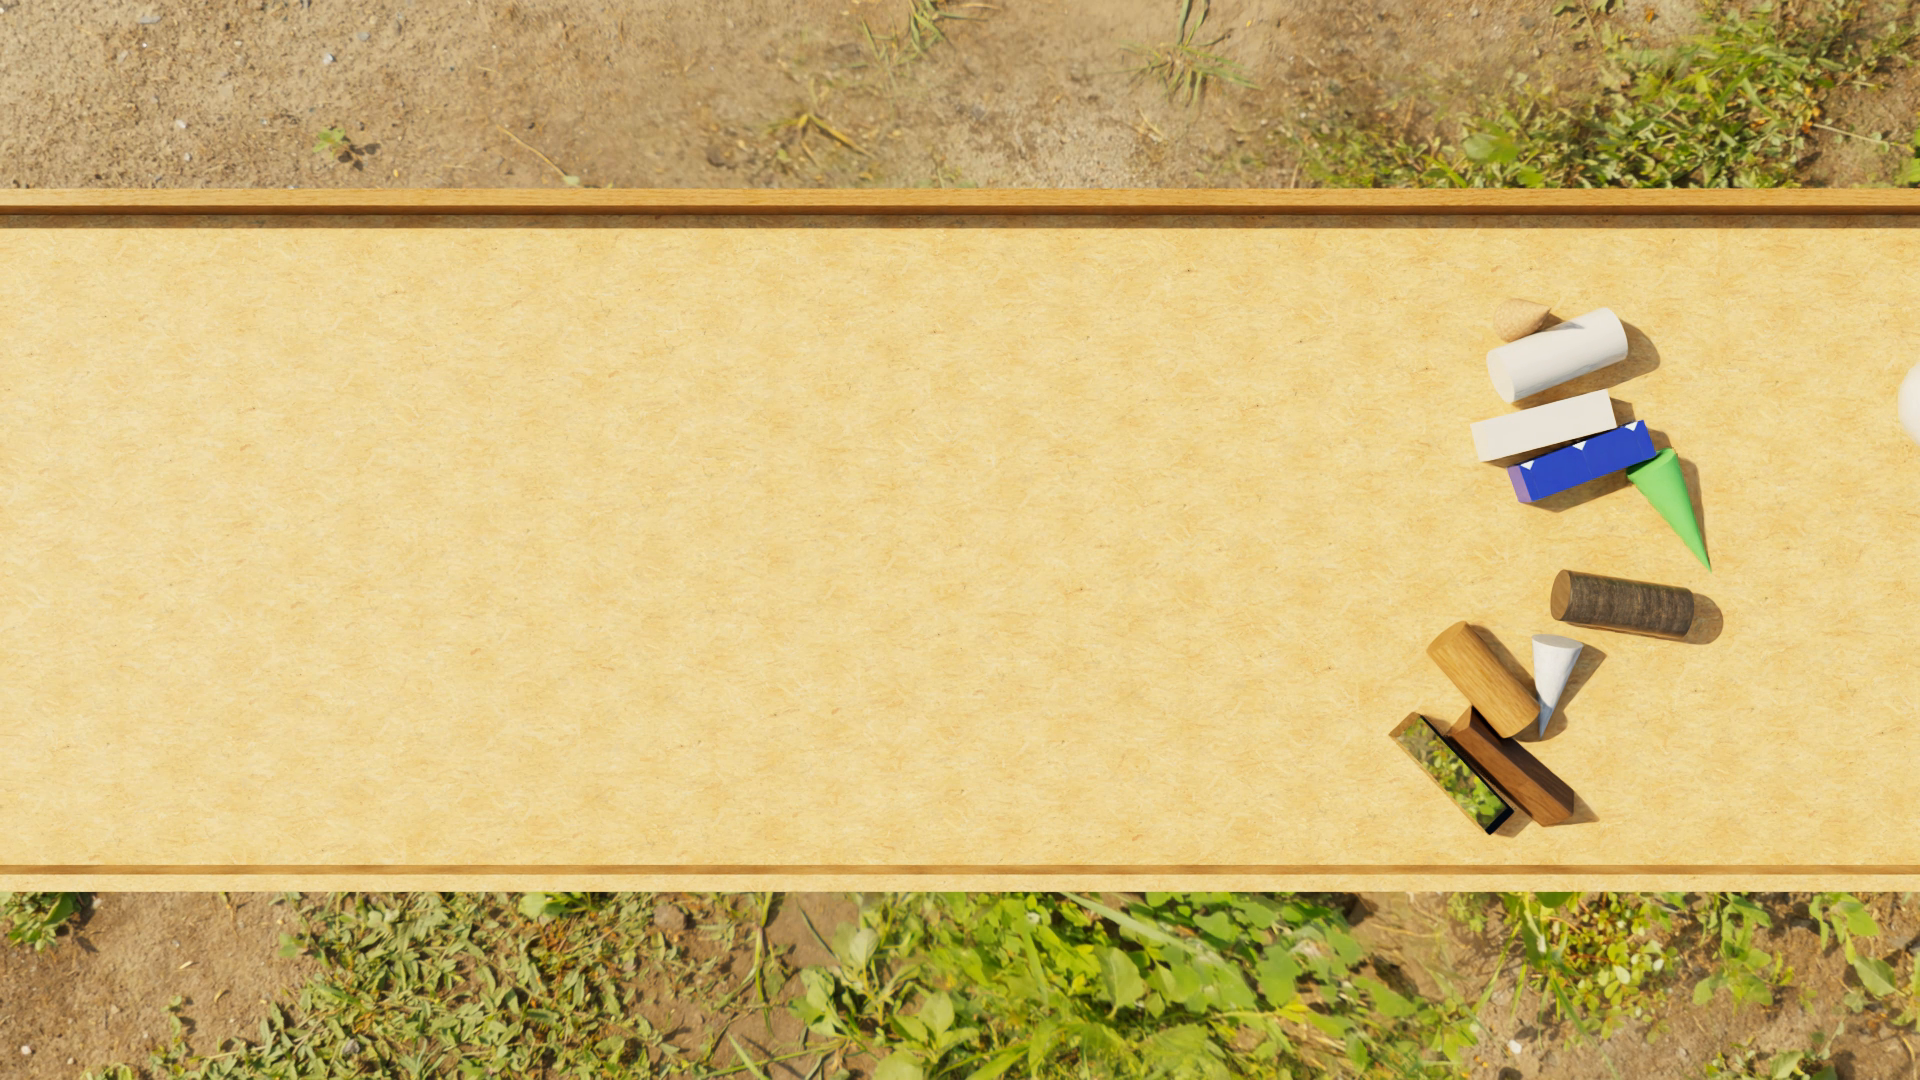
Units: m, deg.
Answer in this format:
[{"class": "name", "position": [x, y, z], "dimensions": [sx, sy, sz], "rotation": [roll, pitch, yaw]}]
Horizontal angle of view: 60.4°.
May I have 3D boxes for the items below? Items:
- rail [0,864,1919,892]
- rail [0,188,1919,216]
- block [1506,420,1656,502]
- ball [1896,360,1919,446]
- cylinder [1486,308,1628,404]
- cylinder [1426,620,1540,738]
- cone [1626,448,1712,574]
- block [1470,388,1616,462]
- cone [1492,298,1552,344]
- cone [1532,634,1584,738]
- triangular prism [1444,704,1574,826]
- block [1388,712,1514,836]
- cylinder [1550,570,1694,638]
[{"class": "rail", "position": [-2.247, 1.025, 5.001], "dimensions": [12.000, 0.150, 0.050], "rotation": [0, 90, 0]}, {"class": "rail", "position": [-2.247, -1.025, 5.002], "dimensions": [12.000, 0.150, 0.050], "rotation": [0, 90, 0]}, {"class": "block", "position": [1.888, -0.239, 5.019], "dimensions": [0.400, 0.116, 0.116], "rotation": [-20, 90, 0]}, {"class": "ball", "position": [2.984, -0.410, 4.904], "dimensions": [0.346, 0.346, 0.346], "rotation": [0, 90, 0]}, {"class": "cylinder", "position": [1.805, -0.559, 4.991], "dimensions": [0.364, 0.172, 0.172], "rotation": [-21, 90, 0]}, {"class": "cylinder", "position": [1.587, 0.422, 5.001], "dimensions": [0.150, 0.150, 0.342], "rotation": [-42, 90, 0]}, {"class": "cone", "position": [2.203, -0.063, 5.039], "dimensions": [0.152, 0.152, 0.418], "rotation": [-33, 100, 0]}, {"class": "block", "position": [1.772, -0.348, 5.016], "dimensions": [0.388, 0.121, 0.121], "rotation": [-15, 90, 0]}, {"class": "cone", "position": [1.711, -0.673, 4.919], "dimensions": [0.143, 0.316, 0.143], "rotation": [0, 90, 0]}, {"class": "cone", "position": [1.799, 0.462, 5.040], "dimensions": [0.150, 0.150, 0.321], "rotation": [5, 103, 0]}, {"class": "triangular prism", "position": [1.682, 0.694, 5.010], "dimensions": [0.412, 0.125, 0.144], "rotation": [40, 90, 0]}, {"class": "block", "position": [1.494, 0.709, 5.024], "dimensions": [0.105, 0.105, 0.405], "rotation": [-44, 90, 0]}, {"class": "cylinder", "position": [2.003, 0.194, 4.997], "dimensions": [0.373, 0.157, 0.157], "rotation": [9, 90, 0]}]
